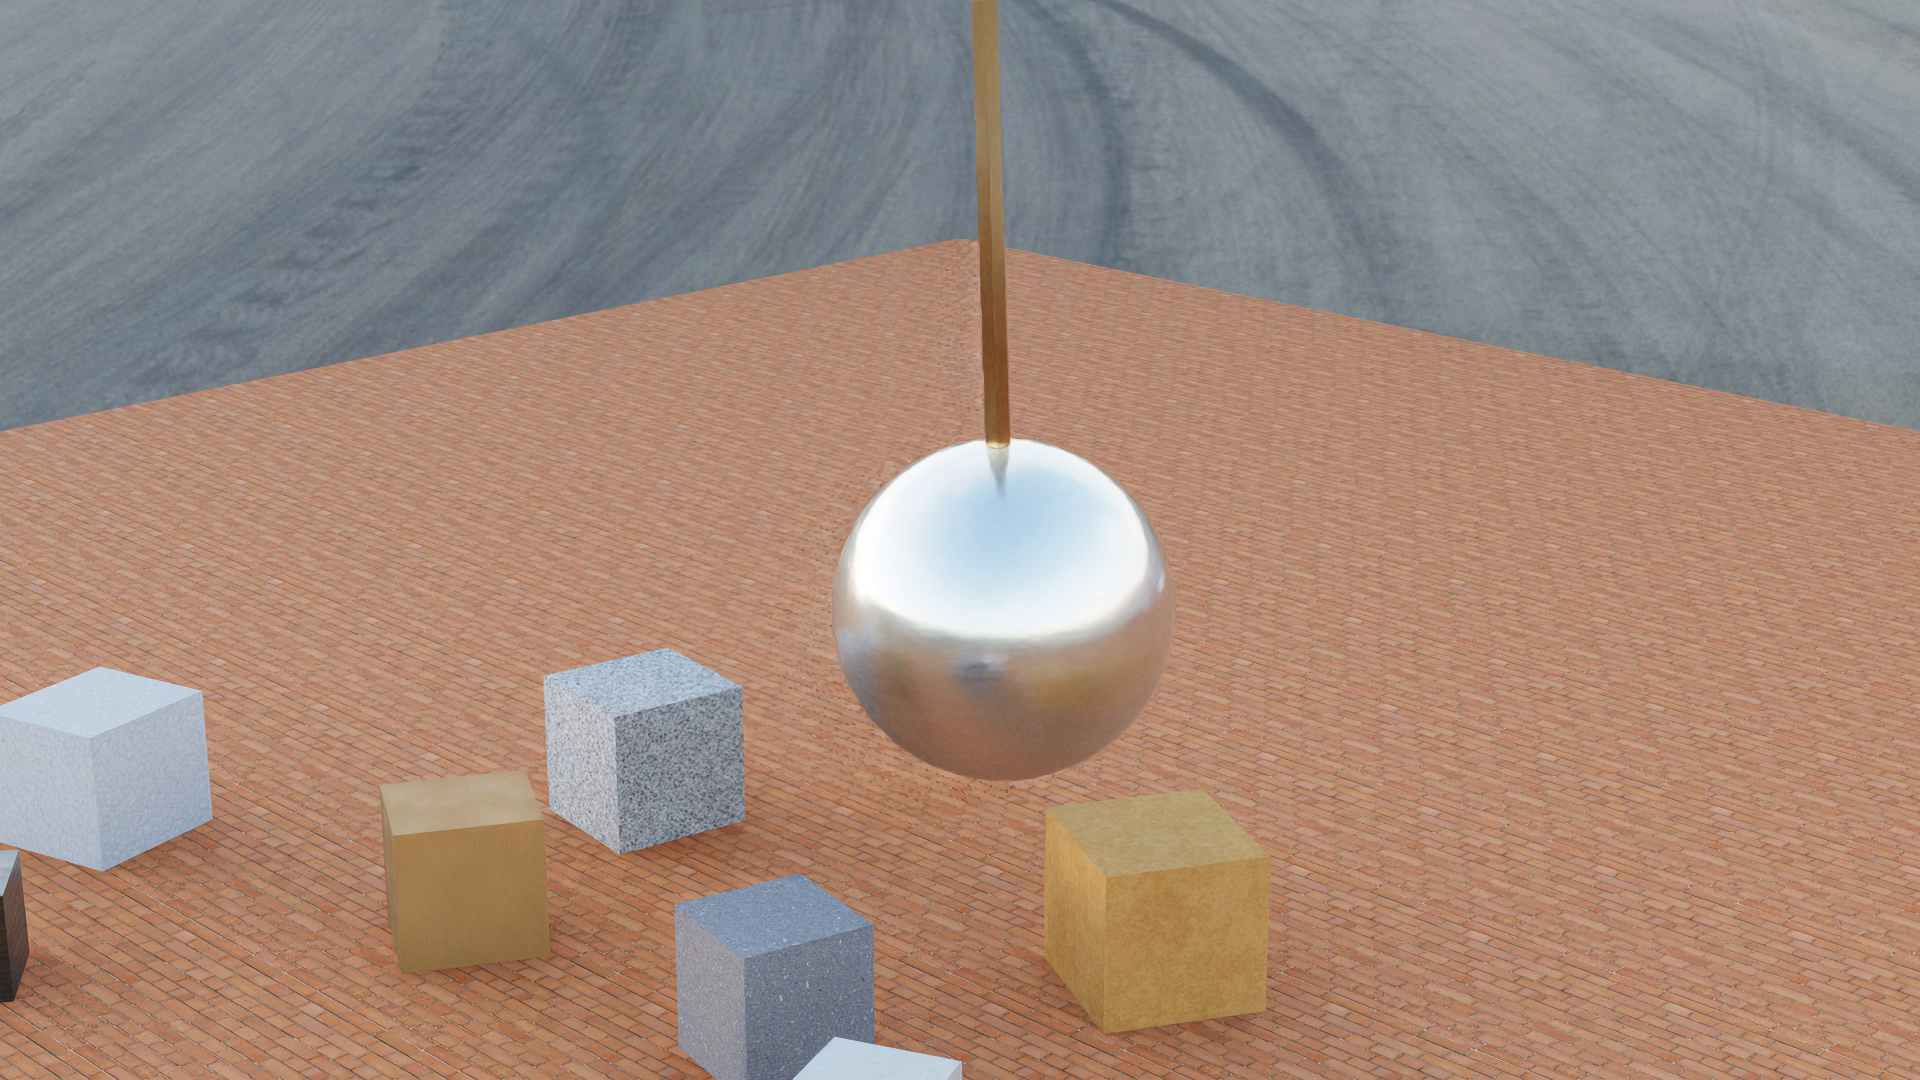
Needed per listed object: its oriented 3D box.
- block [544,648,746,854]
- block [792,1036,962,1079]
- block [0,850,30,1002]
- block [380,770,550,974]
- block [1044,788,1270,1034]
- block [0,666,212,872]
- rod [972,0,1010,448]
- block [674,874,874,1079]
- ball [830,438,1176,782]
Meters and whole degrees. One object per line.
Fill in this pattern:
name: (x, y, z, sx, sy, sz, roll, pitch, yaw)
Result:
block: (-1.509, 0.997, 14.030, 0.690, 0.685, 0.682, -12, 21, -34)
block: (-0.320, 2.169, 10.621, 0.510, 0.493, 0.477, 7, 19, 21)
block: (-4.199, 1.634, 12.343, 0.438, 0.480, 0.482, -3, 18, -9)
block: (-2.151, 1.432, 12.728, 0.633, 0.636, 0.586, -5, 18, -15)
block: (0.814, 1.542, 12.284, 0.712, 0.693, 0.757, -5, 18, -16)
block: (-4.057, 1.069, 13.848, 0.671, 0.657, 0.711, 10, 20, 29)
rod: (0.087, -2.885, 12.526, 0.080, 5.200, 0.080, 17, 27, 42)
block: (-0.737, 1.775, 11.649, 0.573, 0.628, 0.583, -11, 20, -31)
ball: (0.200, 0.321, 13.652, 1.600, 1.600, 1.600, 0, 17, 0)
